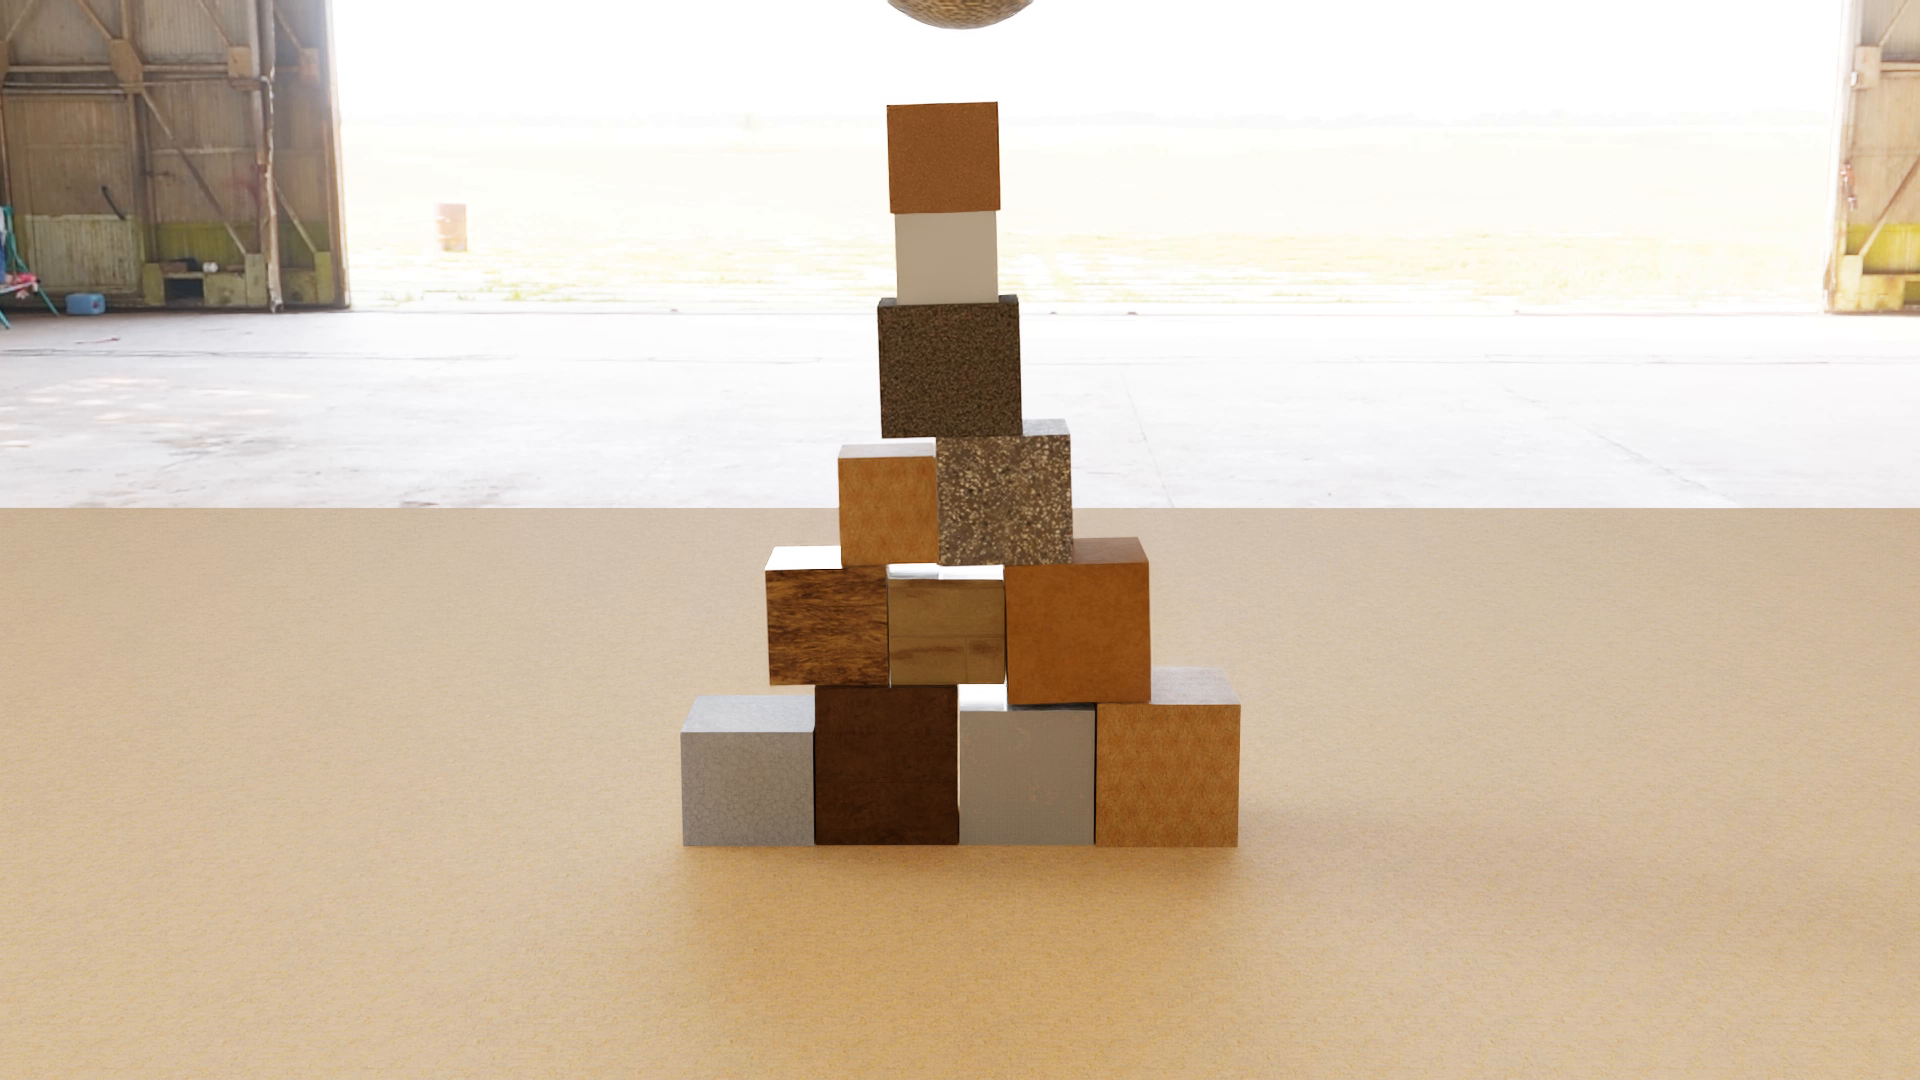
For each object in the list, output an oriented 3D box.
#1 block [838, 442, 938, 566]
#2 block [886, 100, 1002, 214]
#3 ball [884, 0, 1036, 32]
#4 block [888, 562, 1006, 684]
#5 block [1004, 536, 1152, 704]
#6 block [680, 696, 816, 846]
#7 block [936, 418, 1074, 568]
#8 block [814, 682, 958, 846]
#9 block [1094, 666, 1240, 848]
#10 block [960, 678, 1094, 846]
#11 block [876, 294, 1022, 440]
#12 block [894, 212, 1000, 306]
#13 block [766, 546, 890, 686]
[{"bbox_3d":[-0.357,-0.188,11.161,0.489,0.544,0.492,-1,10,0],"label":"block"},{"bbox_3d":[-0.078,-1.886,10.837,0.542,0.523,0.507,-2,10,0],"label":"block"},{"bbox_3d":[0.000,-4.422,15.565,1.600,1.600,1.600,0,10,0],"label":"ball"},{"bbox_3d":[-0.065,0.409,11.261,0.579,0.541,0.574,0,10,0],"label":"block"},{"bbox_3d":[0.588,0.402,11.261,0.712,0.704,0.708,-2,10,0],"label":"block"},{"bbox_3d":[-1.066,1.184,11.394,0.661,0.594,0.744,0,10,0],"label":"block"},{"bbox_3d":[0.220,-0.247,11.122,0.665,0.643,0.633,-2,10,0],"label":"block"},{"bbox_3d":[-0.368,1.079,11.360,0.713,0.813,0.685,0,10,0],"label":"block"},{"bbox_3d":[1.040,1.111,11.387,0.713,0.741,0.796,0,10,0],"label":"block"},{"bbox_3d":[0.336,1.134,11.379,0.675,0.698,0.705,0,10,0],"label":"block"},{"bbox_3d":[-0.049,-0.881,11.040,0.696,0.649,0.644,-2,10,0],"label":"block"},{"bbox_3d":[-0.065,-1.411,10.917,0.497,0.440,0.528,-2,10,0],"label":"block"},{"bbox_3d":[-0.662,0.379,11.265,0.598,0.595,0.596,-1,10,0],"label":"block"}]
